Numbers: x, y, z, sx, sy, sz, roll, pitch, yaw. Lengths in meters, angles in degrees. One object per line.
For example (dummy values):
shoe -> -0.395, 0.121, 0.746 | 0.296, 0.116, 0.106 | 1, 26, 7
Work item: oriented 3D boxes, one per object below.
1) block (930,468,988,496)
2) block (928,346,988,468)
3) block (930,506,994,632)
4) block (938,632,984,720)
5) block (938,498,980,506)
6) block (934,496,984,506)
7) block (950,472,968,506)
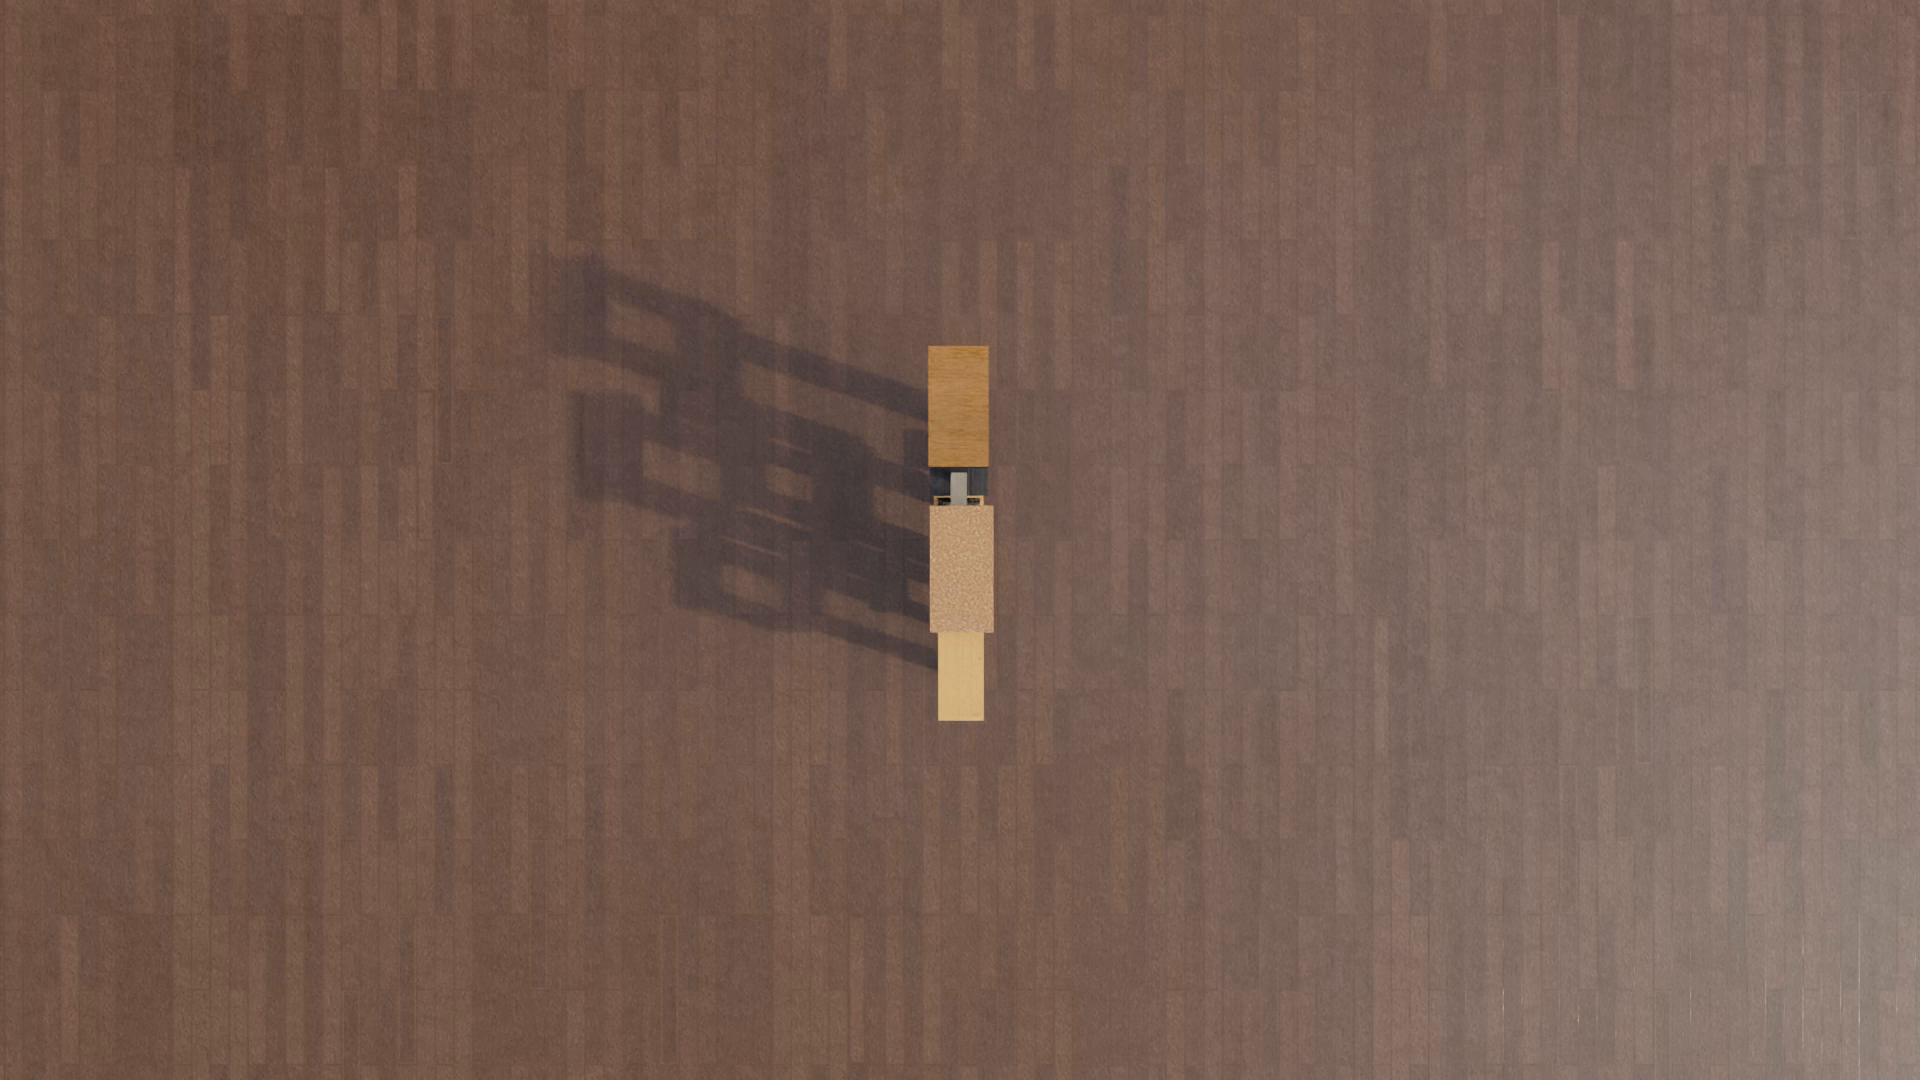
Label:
block -> -0.003, -0.297, 4.789 | 0.167, 0.047, 0.335 | 0, 90, 0
block -> -0.004, -0.356, 4.420 | 0.161, 0.046, 0.322 | 0, 90, 0
block -> 0.005, 0.079, 4.497 | 0.172, 0.049, 0.345 | 0, 90, 0
block -> 0.003, 0.387, 4.746 | 0.130, 0.037, 0.261 | 0, 90, 0
block -> -0.003, -0.001, 4.883 | 0.123, 0.035, 0.247 | 0, 90, 0
block -> -0.004, -0.035, 5.169 | 0.154, 0.044, 0.309 | 0, 90, 0
block -> -0.003, -0.144, 4.667 | 0.046, 0.013, 0.092 | 1, 90, 0
